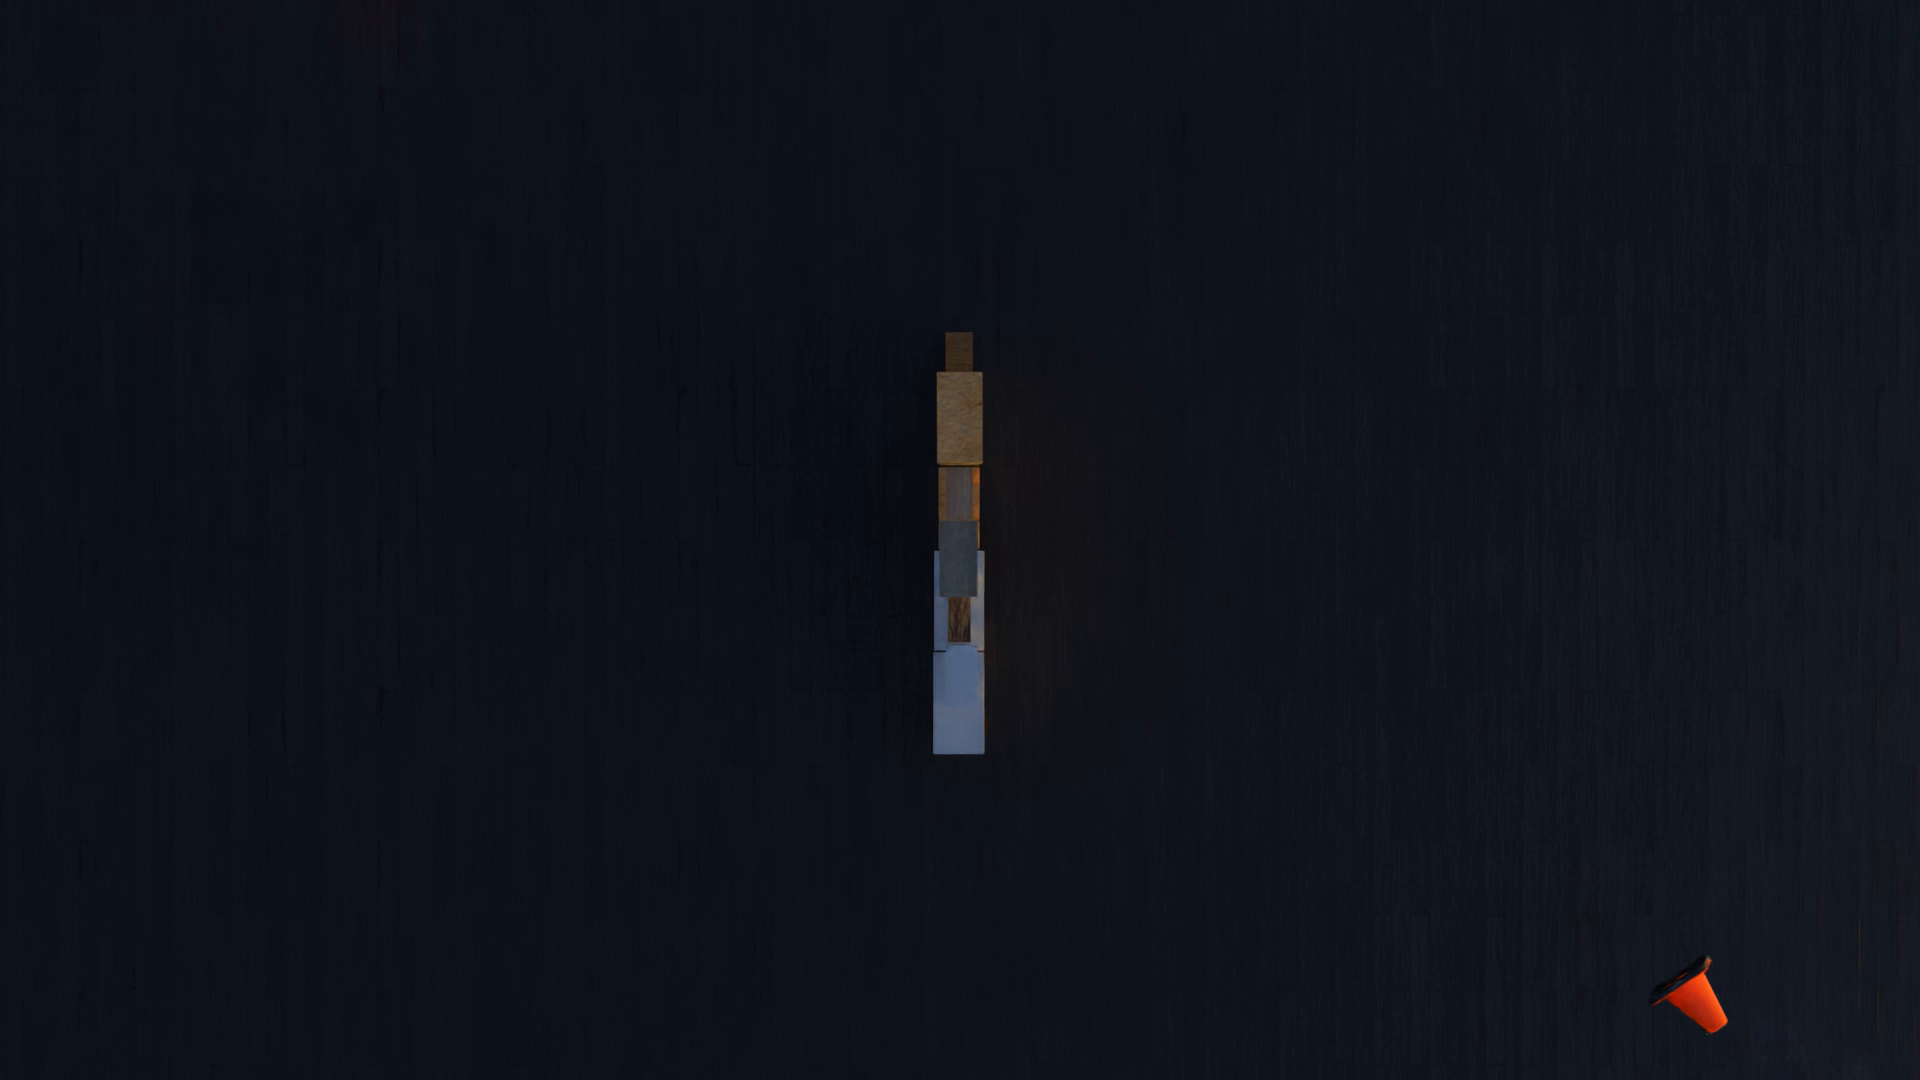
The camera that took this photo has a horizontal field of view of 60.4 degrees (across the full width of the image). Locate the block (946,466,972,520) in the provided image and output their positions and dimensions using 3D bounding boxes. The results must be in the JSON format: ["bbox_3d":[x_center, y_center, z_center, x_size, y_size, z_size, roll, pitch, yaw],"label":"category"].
[{"bbox_3d":[-0.002,-0.142,5.034,0.080,0.023,0.160,0,90,0],"label":"block"}]

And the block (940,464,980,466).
[{"bbox_3d":[-0.002,-0.361,5.230,0.126,0.036,0.252,0,90,0],"label":"block"}]

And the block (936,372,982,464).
[{"bbox_3d":[-0.001,-0.364,4.922,0.135,0.038,0.271,0,90,0],"label":"block"}]

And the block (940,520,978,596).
[{"bbox_3d":[-0.005,0.055,4.904,0.112,0.032,0.225,0,90,0],"label":"block"}]

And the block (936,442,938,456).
[{"bbox_3d":[-0.001,-0.274,5.077,0.135,0.271,0.038,0,90,0],"label":"block"}]

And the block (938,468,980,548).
[{"bbox_3d":[-0.003,-0.101,5.223,0.129,0.037,0.258,0,90,0],"label":"block"}]

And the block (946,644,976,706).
[{"bbox_3d":[0.004,0.406,4.940,0.092,0.026,0.185,0,90,0],"label":"block"}]

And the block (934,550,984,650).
[{"bbox_3d":[-0.002,0.189,5.167,0.156,0.044,0.311,0,90,0],"label":"block"}]

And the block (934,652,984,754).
[{"bbox_3d":[-0.004,0.509,5.160,0.159,0.045,0.318,0,90,0],"label":"block"}]

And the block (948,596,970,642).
[{"bbox_3d":[-0.002,0.241,4.999,0.068,0.019,0.136,0,90,0],"label":"block"}]

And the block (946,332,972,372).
[{"bbox_3d":[-0.003,-0.580,5.312,0.088,0.025,0.175,0,90,0],"label":"block"}]
